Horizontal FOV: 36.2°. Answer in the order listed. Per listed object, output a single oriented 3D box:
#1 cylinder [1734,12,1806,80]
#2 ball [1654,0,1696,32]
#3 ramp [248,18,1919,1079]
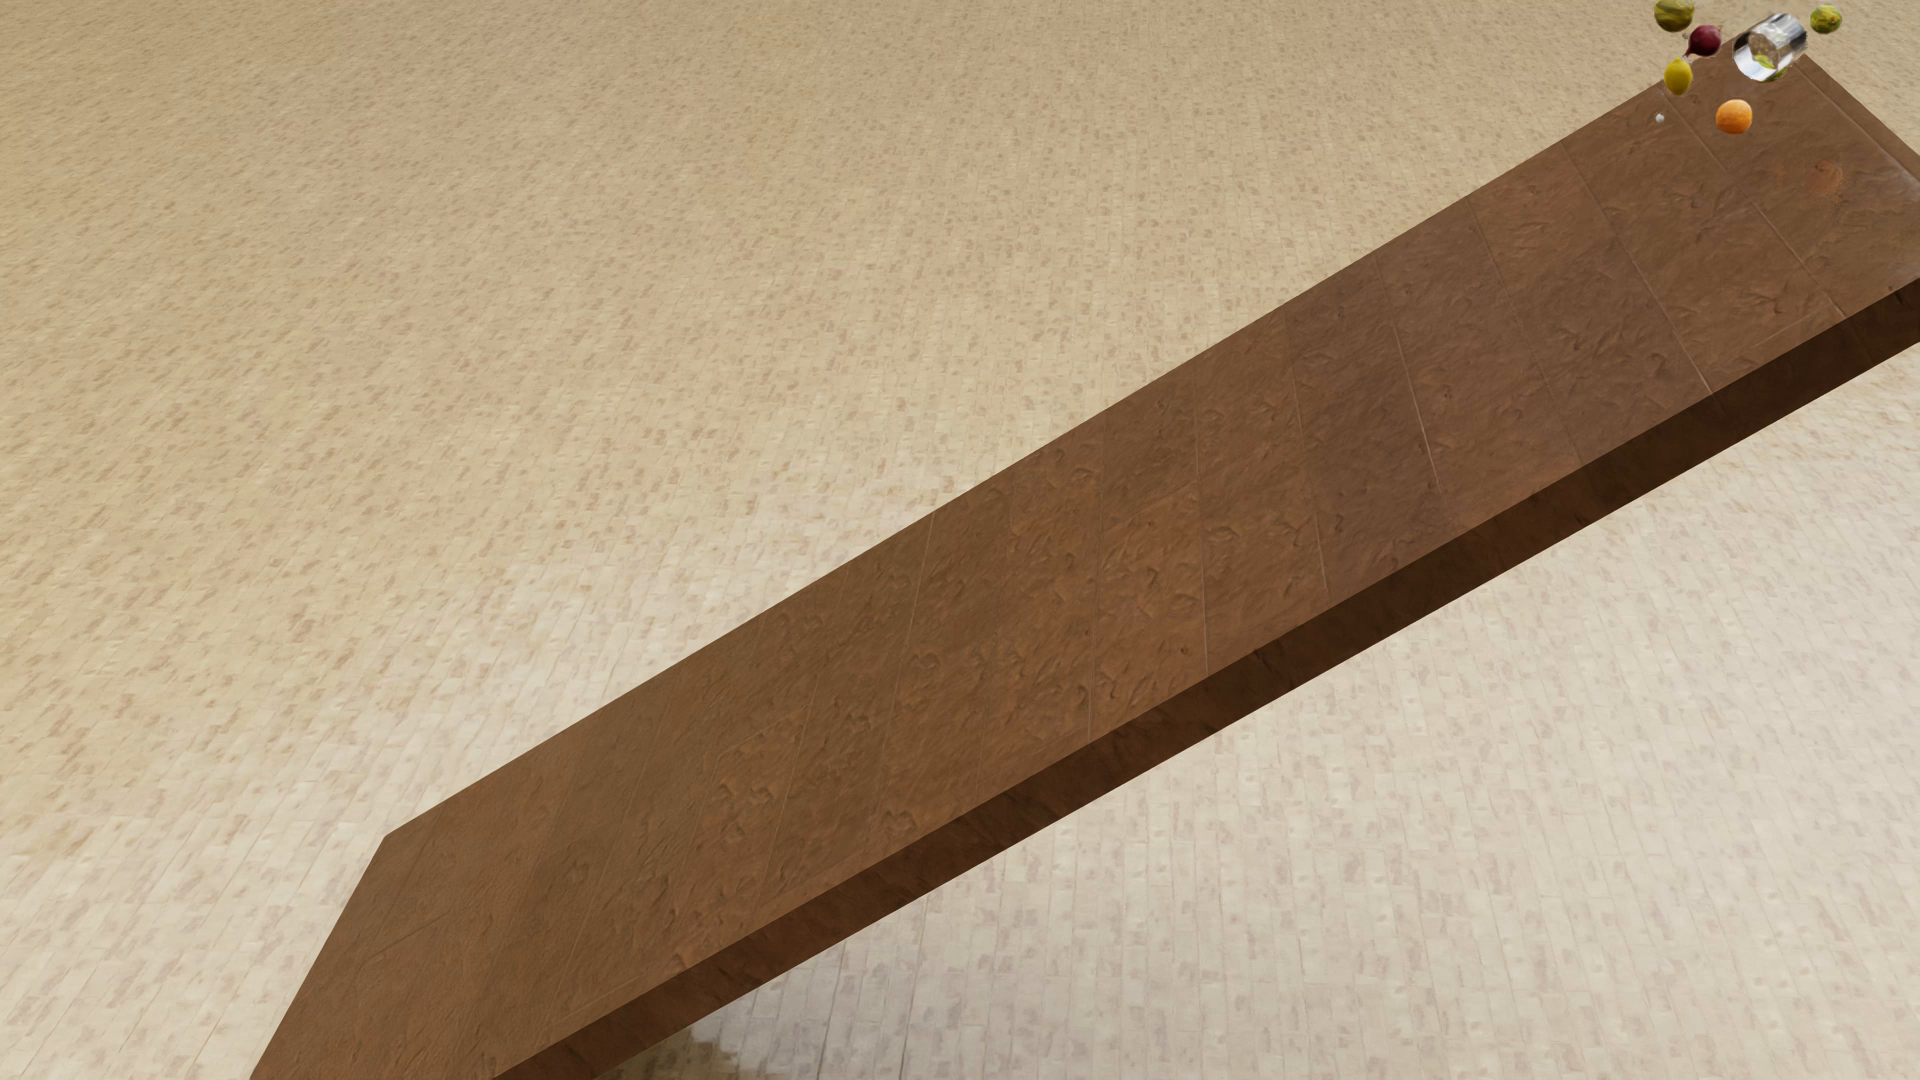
[{"bbox_3d":[1.510,-0.920,5.483,0.096,0.096,0.096,19,42,42],"label":"cylinder"},{"bbox_3d":[1.421,-1.050,5.850,0.080,0.080,0.080,0,20,0],"label":"ball"},{"bbox_3d":[0.140,0.170,6.294,4.000,0.100,2.000,-30,15,14],"label":"ramp"}]
